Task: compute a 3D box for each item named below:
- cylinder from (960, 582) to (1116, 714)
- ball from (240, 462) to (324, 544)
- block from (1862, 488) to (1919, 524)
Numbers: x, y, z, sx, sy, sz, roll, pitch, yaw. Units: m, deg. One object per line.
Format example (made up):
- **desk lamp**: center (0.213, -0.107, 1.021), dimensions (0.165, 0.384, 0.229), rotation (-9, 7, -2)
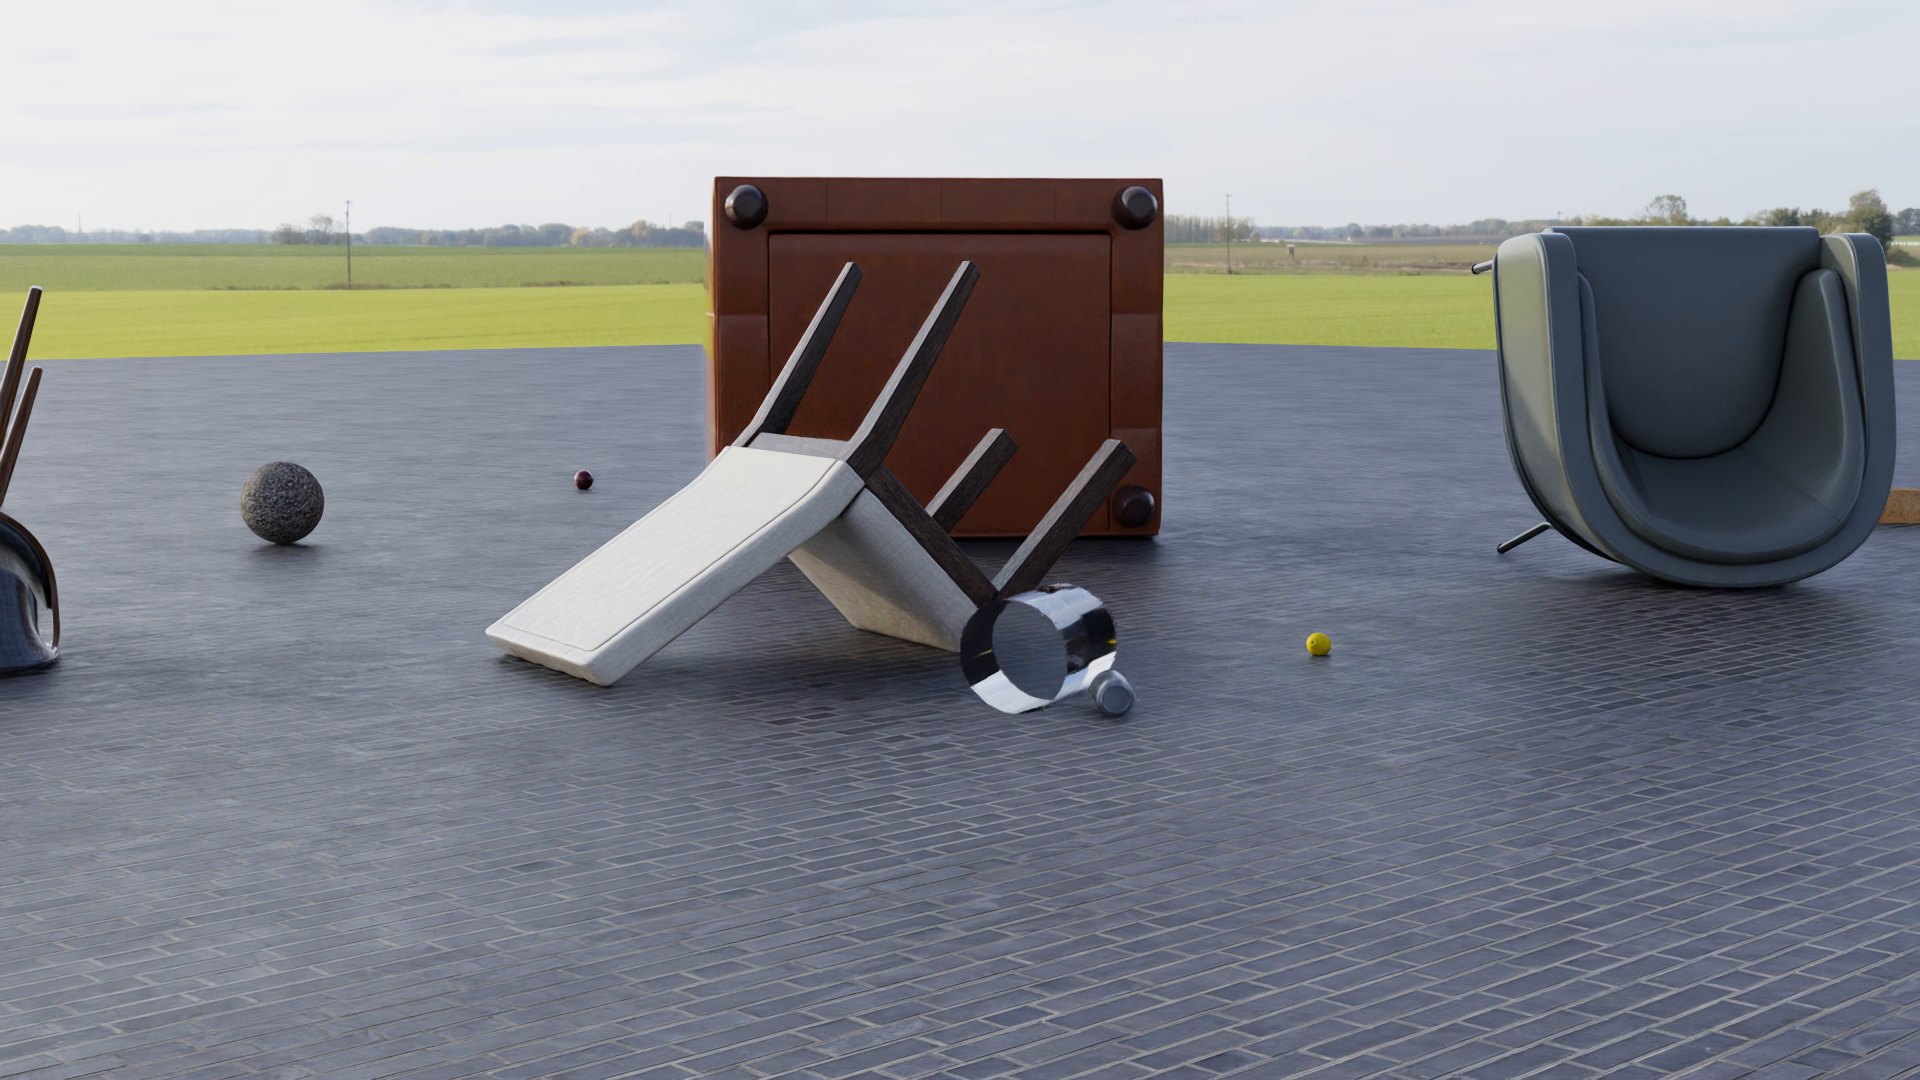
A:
- **cylinder**: center (0.123, 0.165, 3.966), dimensions (0.178, 0.169, 0.230), rotation (46, 20, 12)
- **ball**: center (-1.671, -0.093, 6.325), dimensions (0.202, 0.202, 0.202), rotation (0, 6, 0)
- **block**: center (2.503, -0.094, 6.894), dimensions (0.134, 0.088, 0.093), rotation (1, 6, 10)
